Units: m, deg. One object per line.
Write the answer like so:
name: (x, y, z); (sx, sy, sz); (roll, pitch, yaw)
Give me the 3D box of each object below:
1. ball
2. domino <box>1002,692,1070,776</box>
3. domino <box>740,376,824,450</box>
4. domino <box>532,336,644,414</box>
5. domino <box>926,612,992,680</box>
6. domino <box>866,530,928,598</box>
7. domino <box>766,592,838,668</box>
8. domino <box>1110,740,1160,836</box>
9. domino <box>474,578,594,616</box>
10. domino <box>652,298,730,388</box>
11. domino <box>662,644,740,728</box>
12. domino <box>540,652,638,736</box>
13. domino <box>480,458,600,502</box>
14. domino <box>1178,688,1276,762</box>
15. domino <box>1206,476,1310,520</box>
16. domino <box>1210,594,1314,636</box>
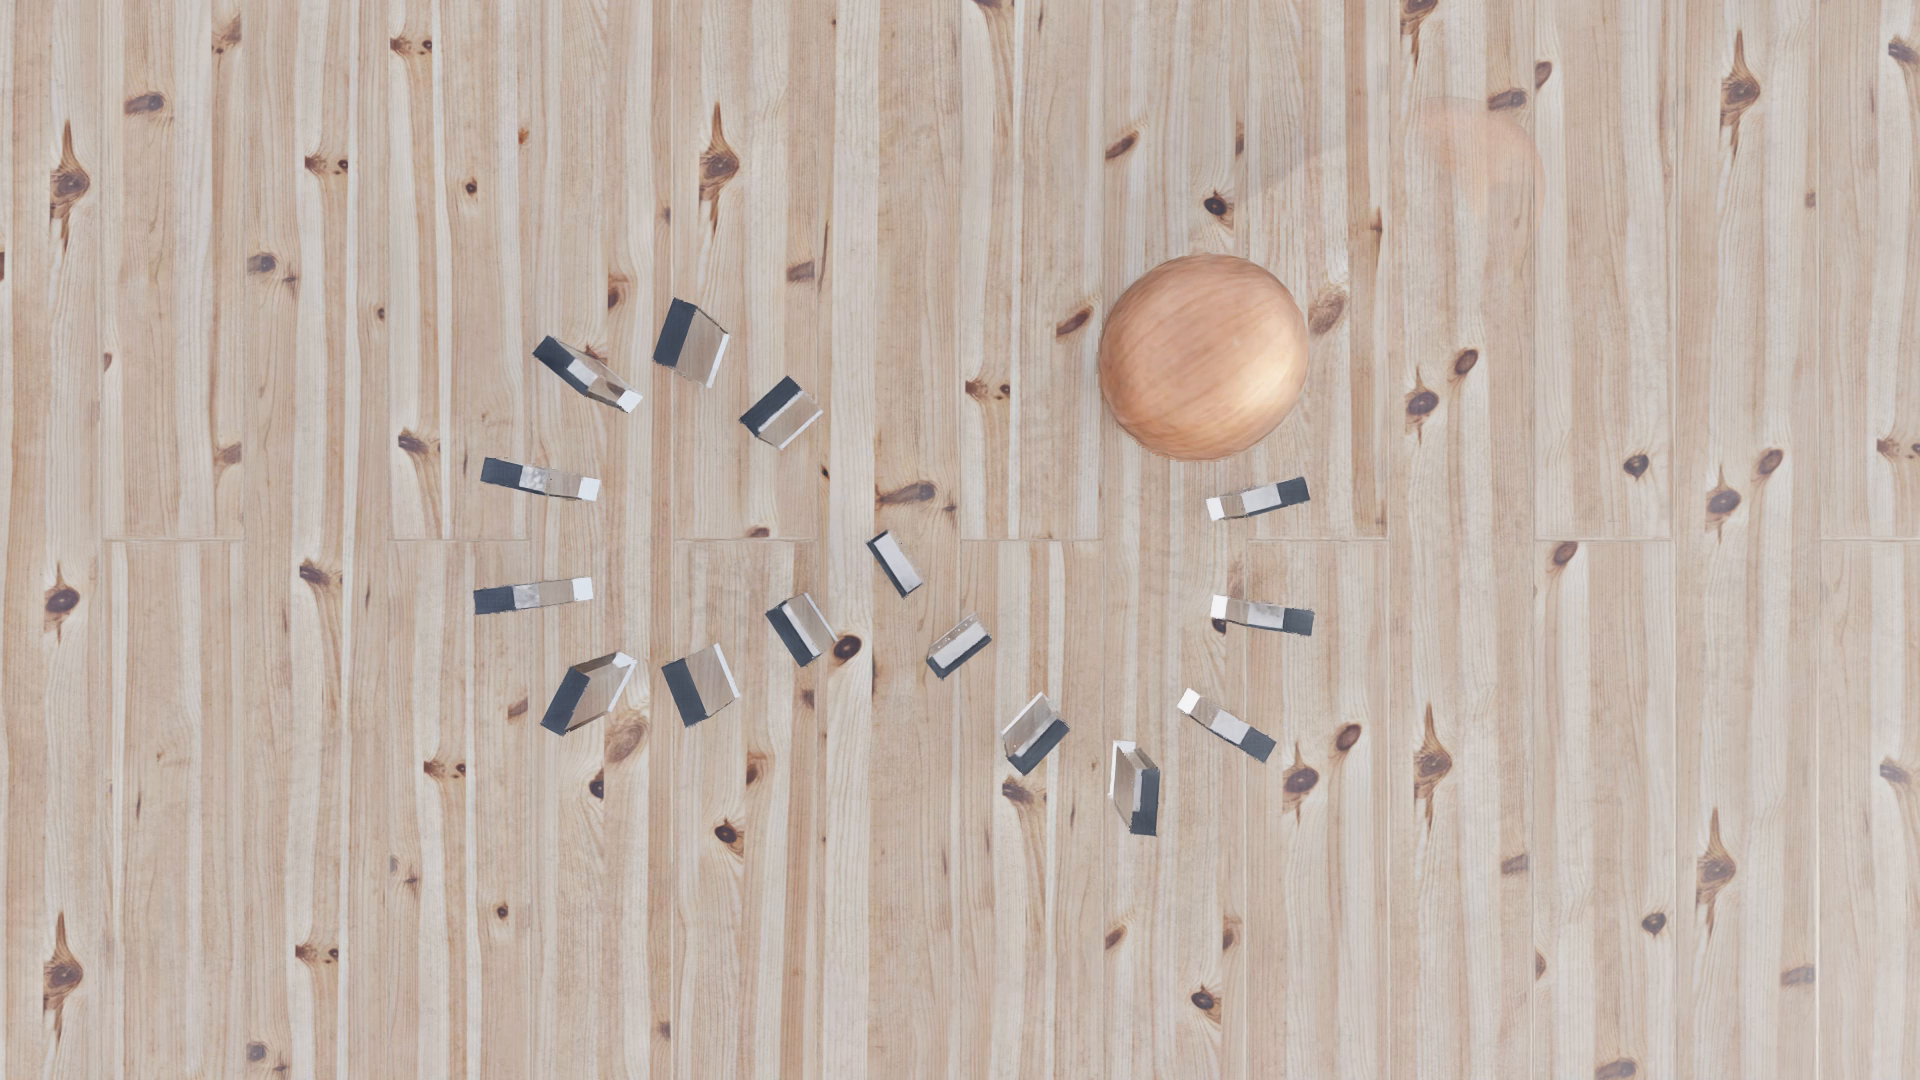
ball: (0.095, -0.071, 0.360); (0.080, 0.080, 0.080); (0, 90, 0)
domino: (0.030, 0.078, 0.375); (0.009, 0.050, 0.025); (44, 90, 0)
domino: (-0.072, -0.051, 0.375); (0.025, 0.050, 0.009); (-42, 90, 0)
domino: (-0.151, -0.067, 0.375); (0.025, 0.050, 0.010); (39, 90, 0)
domino: (0.000, 0.042, 0.375); (0.025, 0.050, 0.010); (-38, 90, 0)
domino: (-0.025, 0.009, 0.375); (0.010, 0.050, 0.025); (-34, 90, 0)
domino: (-0.064, 0.036, 0.375); (0.009, 0.050, 0.025); (-34, 90, 0)
domino: (0.071, 0.100, 0.375); (0.010, 0.050, 0.025); (4, 90, 0)
domino: (-0.173, 0.022, 0.375); (0.025, 0.050, 0.010); (-7, 90, 0)
domino: (-0.109, -0.079, 0.375); (0.009, 0.050, 0.025); (19, 90, 0)
domino: (-0.105, 0.058, 0.375); (0.010, 0.050, 0.025); (-22, 90, 0)
domino: (-0.151, 0.062, 0.375); (0.009, 0.050, 0.025); (28, 90, 0)
domino: (-0.170, -0.024, 0.375); (0.025, 0.050, 0.009); (13, 90, 0)
domino: (0.108, 0.075, 0.375); (0.025, 0.050, 0.010); (30, 90, 0)
domino: (0.121, -0.016, 0.375); (0.025, 0.050, 0.009); (-16, 90, 0)
domino: (0.122, 0.030, 0.375); (0.025, 0.050, 0.009); (8, 90, 0)
